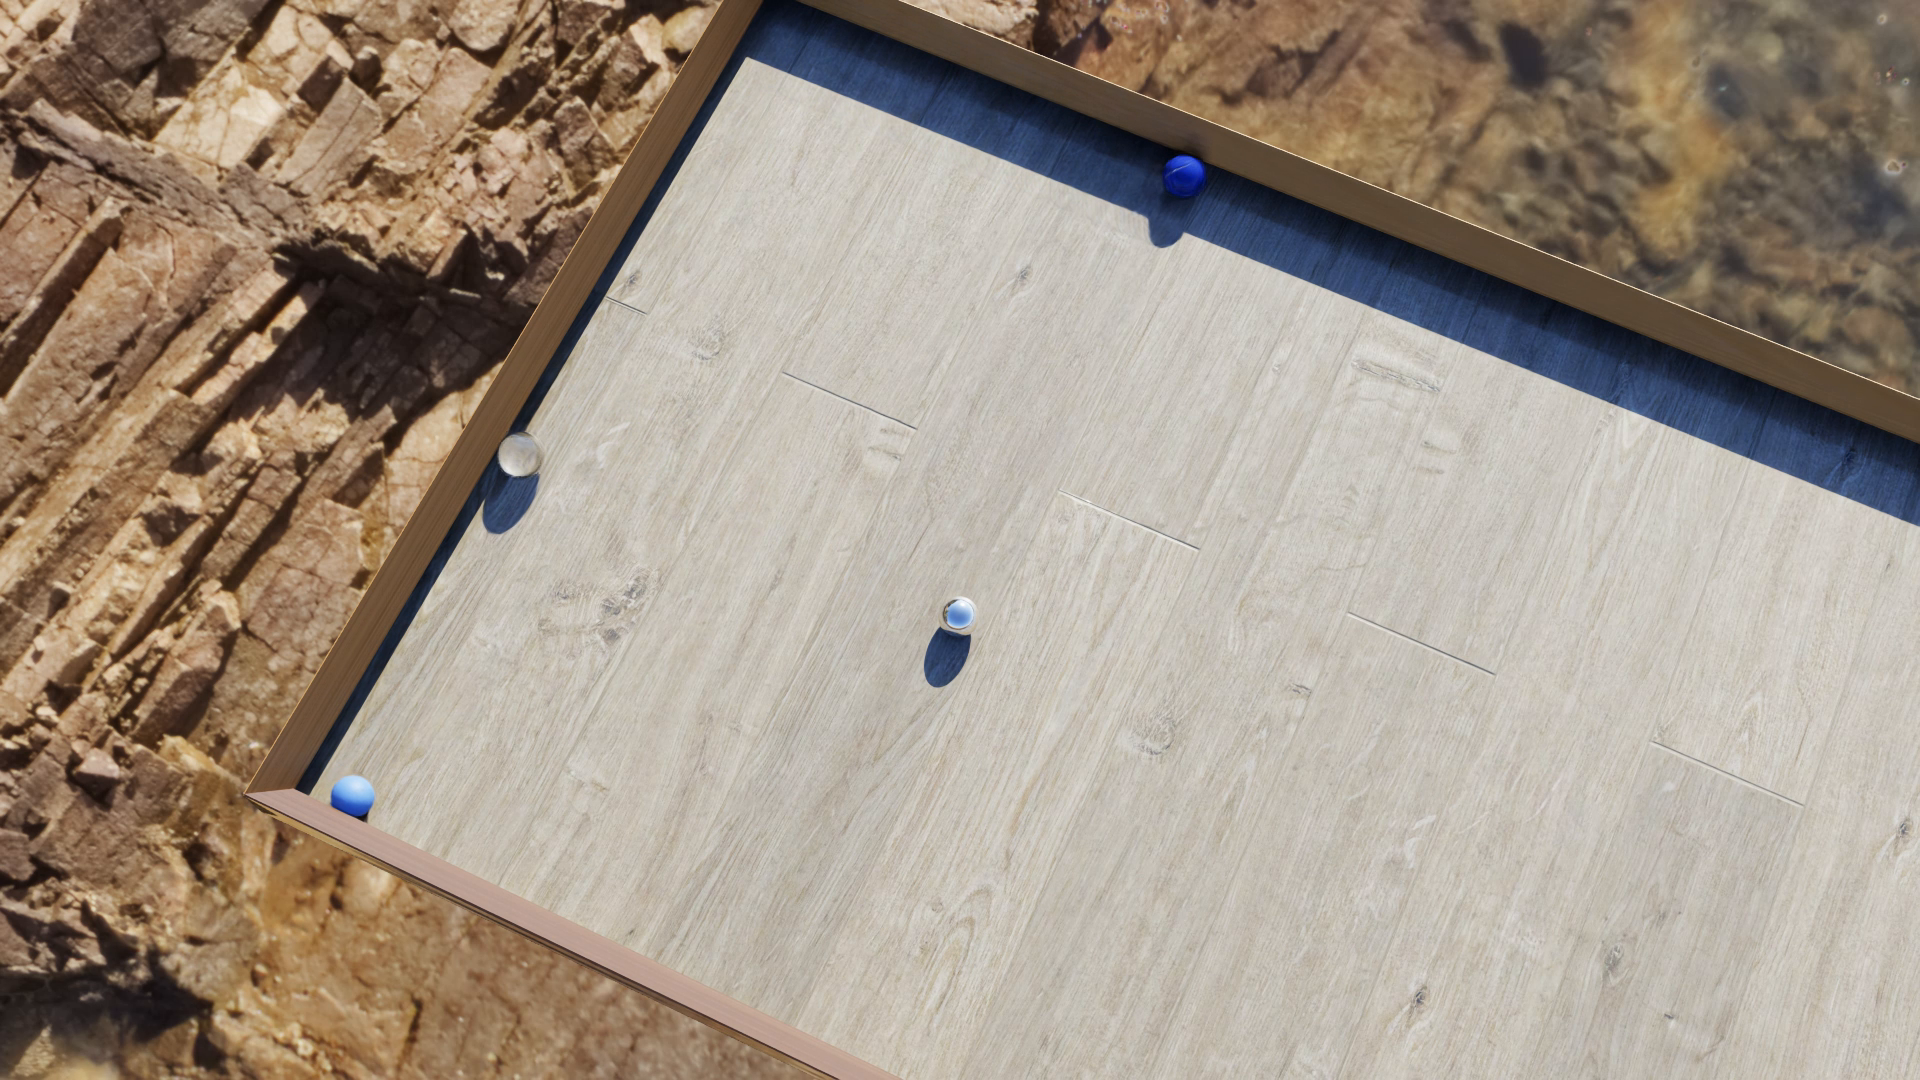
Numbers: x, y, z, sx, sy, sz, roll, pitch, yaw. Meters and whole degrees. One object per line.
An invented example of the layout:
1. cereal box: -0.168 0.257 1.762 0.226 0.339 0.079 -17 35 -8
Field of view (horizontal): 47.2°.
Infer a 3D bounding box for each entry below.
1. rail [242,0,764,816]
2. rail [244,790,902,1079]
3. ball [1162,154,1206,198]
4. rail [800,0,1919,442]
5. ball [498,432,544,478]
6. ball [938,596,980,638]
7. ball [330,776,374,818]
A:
1. rail: -0.689 -0.303 3.589 0.045 0.097 1.685 23 70 9
2. rail: 0.365 0.990 3.071 3.133 0.097 0.045 23 70 9
3. ball: 0.380 -0.617 3.728 0.072 0.072 0.072 0 68 0
4. rail: 1.056 -0.388 3.622 3.133 0.097 0.045 23 70 9
5. ball: -0.705 -0.136 3.535 0.075 0.075 0.075 0 68 0
6. ball: -0.002 0.120 3.438 0.065 0.065 0.065 0 68 0
7. ball: -0.920 0.389 3.330 0.065 0.065 0.065 0 68 0
